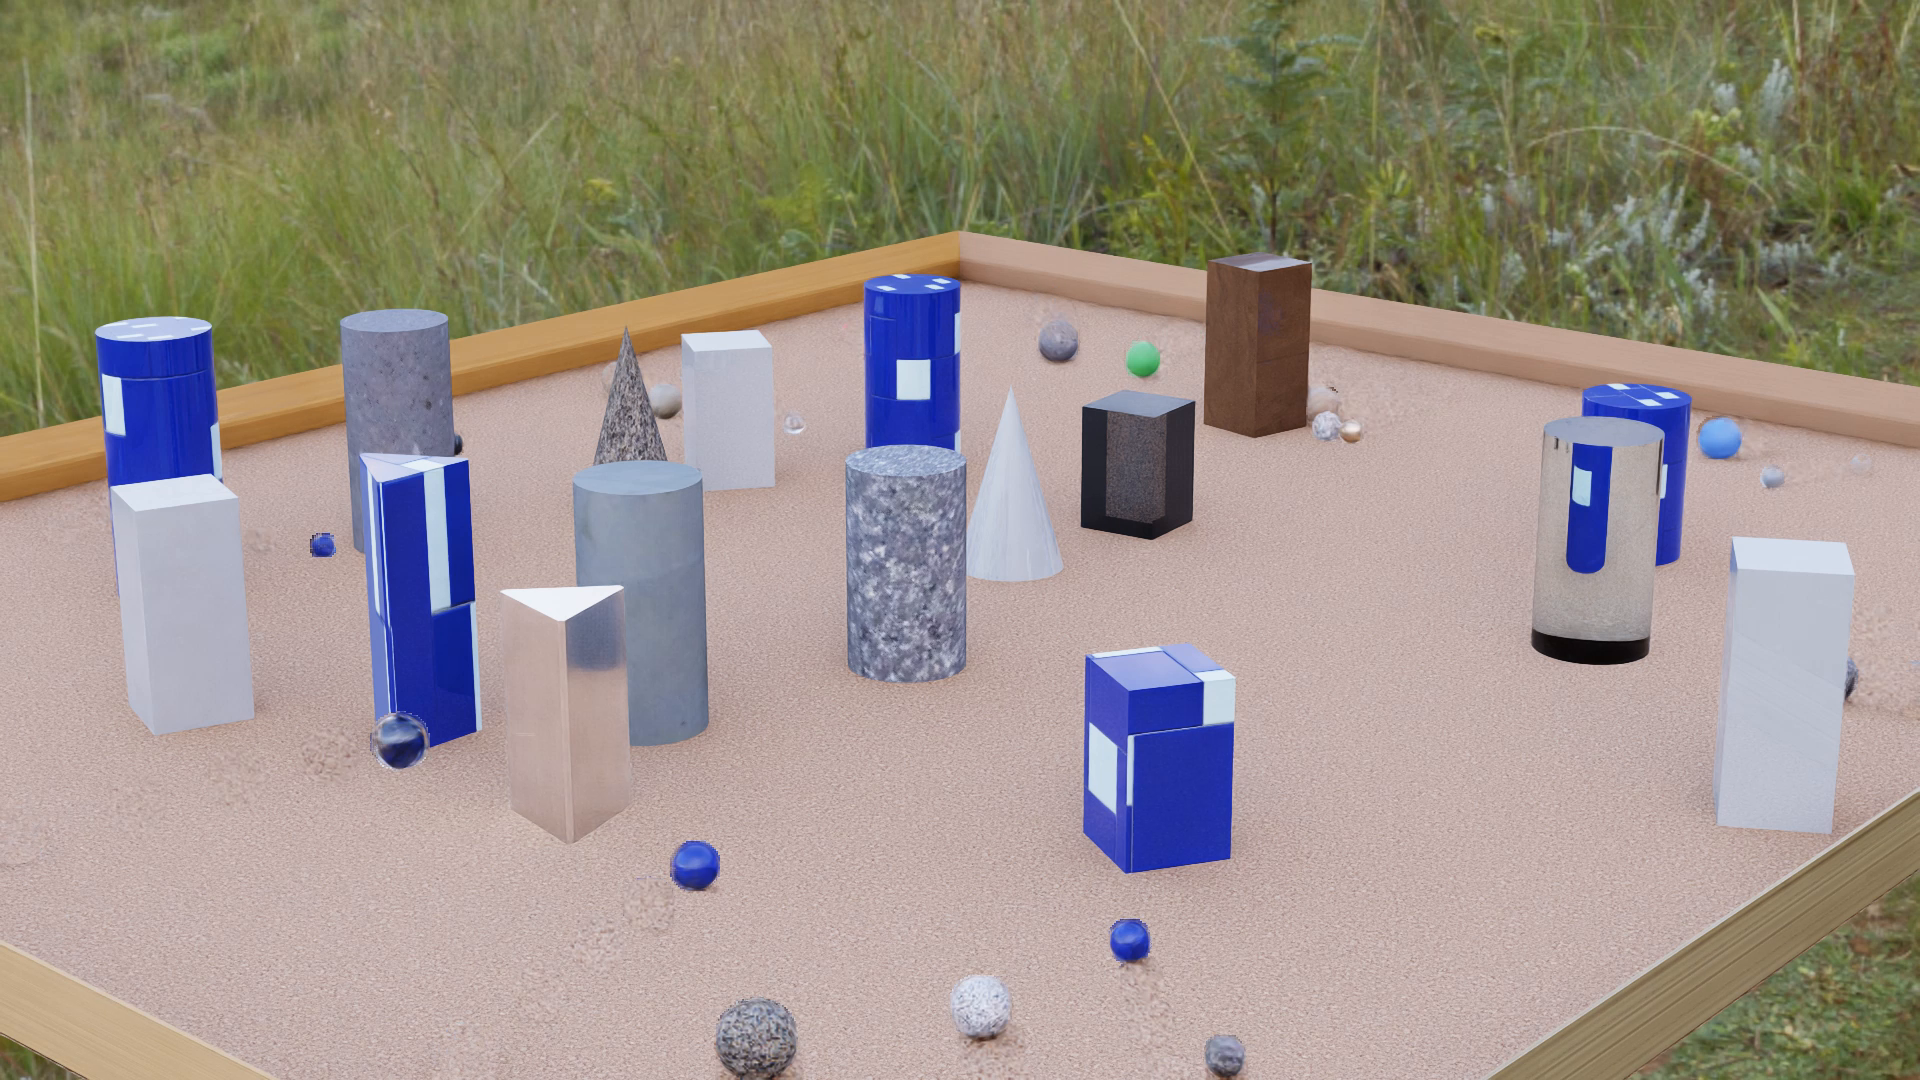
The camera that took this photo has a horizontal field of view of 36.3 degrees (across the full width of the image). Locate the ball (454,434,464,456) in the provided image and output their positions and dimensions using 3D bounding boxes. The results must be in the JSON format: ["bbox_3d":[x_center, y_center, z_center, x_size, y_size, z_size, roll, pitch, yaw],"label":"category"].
[{"bbox_3d":[-1.042,-0.195,6.008,0.049,0.049,0.049,0,17,0],"label":"ball"}]

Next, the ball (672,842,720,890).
[{"bbox_3d":[-0.352,0.434,3.898,0.063,0.063,0.063,0,17,0],"label":"ball"}]

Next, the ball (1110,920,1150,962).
[{"bbox_3d":[0.213,0.504,3.686,0.051,0.051,0.051,0,17,0],"label":"ball"}]

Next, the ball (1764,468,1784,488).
[{"bbox_3d":[1.604,-0.122,5.779,0.041,0.041,0.041,0,17,0],"label":"ball"}]

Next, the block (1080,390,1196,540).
[{"bbox_3d":[0.335,-0.143,5.513,0.155,0.235,0.155,11,20,32],"label":"block"}]

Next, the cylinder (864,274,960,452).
[{"bbox_3d":[-0.095,-0.330,5.888,0.193,0.376,0.193,0,17,0],"label":"cylinder"}]

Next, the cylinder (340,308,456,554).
[{"bbox_3d":[-1.025,-0.197,5.370,0.193,0.420,0.193,0,17,0],"label":"cylinder"}]

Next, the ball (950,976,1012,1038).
[{"bbox_3d":[0.025,0.555,3.481,0.072,0.072,0.072,0,17,0],"label":"ball"}]

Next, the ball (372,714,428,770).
[{"bbox_3d":[-0.823,0.297,4.313,0.081,0.081,0.081,0,17,0],"label":"ball"}]

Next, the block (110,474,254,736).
[{"bbox_3d":[-1.195,0.097,4.508,0.155,0.355,0.155,-9,19,-28],"label":"block"}]

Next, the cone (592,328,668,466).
[{"bbox_3d":[-0.629,-0.230,5.572,0.193,0.368,0.193,0,17,0],"label":"cone"}]

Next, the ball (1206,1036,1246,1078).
[{"bbox_3d":[0.306,0.597,3.387,0.046,0.046,0.046,0,17,0],"label":"ball"}]

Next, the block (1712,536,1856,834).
[{"bbox_3d":[1.154,0.202,4.120,0.155,0.378,0.155,3,17,11],"label":"block"}]

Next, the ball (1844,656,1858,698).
[{"bbox_3d":[1.367,0.214,4.598,0.080,0.080,0.080,0,17,0],"label":"ball"}]

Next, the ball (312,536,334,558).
[{"bbox_3d":[-1.159,0.012,5.336,0.041,0.041,0.041,0,17,0],"label":"ball"}]

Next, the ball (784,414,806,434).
[{"bbox_3d":[-0.348,-0.244,6.179,0.043,0.043,0.043,0,17,0],"label":"ball"}]

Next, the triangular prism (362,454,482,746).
[{"bbox_3d":[-0.841,0.089,4.411,0.145,0.428,0.167,14,22,38],"label":"triangular prism"}]

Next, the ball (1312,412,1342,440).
[{"bbox_3d":[0.767,-0.238,6.129,0.060,0.060,0.060,0,17,0],"label":"ball"}]

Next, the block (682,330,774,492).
[{"bbox_3d":[-0.460,-0.257,5.808,0.155,0.283,0.155,-4,17,-14],"label":"block"}]

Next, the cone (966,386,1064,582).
[{"bbox_3d":[0.091,-0.114,5.245,0.193,0.335,0.193,0,17,0],"label":"cone"}]

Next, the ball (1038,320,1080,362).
[{"bbox_3d":[0.229,-0.462,6.808,0.097,0.097,0.097,0,17,0],"label":"ball"}]

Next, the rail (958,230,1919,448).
[{"bbox_3d":[1.327,-0.410,6.583,3.567,0.126,0.045,14,22,39],"label":"rail"}]

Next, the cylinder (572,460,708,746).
[{"bbox_3d":[-0.483,0.094,4.451,0.193,0.394,0.193,0,17,0],"label":"cylinder"}]

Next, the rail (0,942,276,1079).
[{"bbox_3d":[-1.327,0.473,3.657,3.567,0.126,0.045,14,22,39],"label":"rail"}]

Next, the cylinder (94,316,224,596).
[{"bbox_3d":[-1.381,-0.137,5.090,0.193,0.468,0.193,0,17,0],"label":"cylinder"}]

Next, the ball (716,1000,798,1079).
[{"bbox_3d":[-0.234,0.576,3.373,0.094,0.094,0.094,0,17,0],"label":"ball"}]

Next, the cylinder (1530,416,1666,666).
[{"bbox_3d":[1.045,0.000,4.810,0.193,0.368,0.193,0,17,0],"label":"cylinder"}]

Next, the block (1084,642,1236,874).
[{"bbox_3d":[0.270,0.296,4.010,0.155,0.262,0.155,-6,18,-18],"label":"block"}]

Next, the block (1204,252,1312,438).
[{"bbox_3d":[0.629,-0.415,6.206,0.155,0.355,0.155,-13,21,-37],"label":"block"}]

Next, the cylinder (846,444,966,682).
[{"bbox_3d":[-0.086,0.037,4.731,0.193,0.343,0.193,0,17,0],"label":"cylinder"}]

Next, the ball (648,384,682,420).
[{"bbox_3d":[-0.634,-0.298,6.299,0.077,0.077,0.077,0,17,0],"label":"ball"}]

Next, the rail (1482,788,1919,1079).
[{"bbox_3d":[1.329,0.365,4.016,0.045,0.126,4.095,14,22,39],"label":"rail"}]

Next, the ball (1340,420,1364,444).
[{"bbox_3d":[0.816,-0.225,6.108,0.048,0.048,0.048,0,17,0],"label":"ball"}]

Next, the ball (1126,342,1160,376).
[{"bbox_3d":[0.416,-0.411,6.669,0.079,0.079,0.079,0,17,0],"label":"ball"}]

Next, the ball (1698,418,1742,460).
[{"bbox_3d":[1.552,-0.208,5.986,0.086,0.086,0.086,0,17,0],"label":"ball"}]

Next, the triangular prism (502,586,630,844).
[{"bbox_3d":[-0.530,0.233,4.111,0.145,0.325,0.167,-12,21,-35],"label":"triangular prism"}]

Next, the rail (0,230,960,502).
[{"bbox_3d":[-1.329,-0.302,6.225,0.045,0.126,4.095,14,22,39],"label":"rail"}]

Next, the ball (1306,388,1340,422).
[{"bbox_3d":[0.771,-0.286,6.256,0.079,0.079,0.079,0,17,0],"label":"ball"}]

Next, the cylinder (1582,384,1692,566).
[{"bbox_3d":[1.222,-0.119,5.334,0.193,0.293,0.193,0,17,0],"label":"cylinder"}]
